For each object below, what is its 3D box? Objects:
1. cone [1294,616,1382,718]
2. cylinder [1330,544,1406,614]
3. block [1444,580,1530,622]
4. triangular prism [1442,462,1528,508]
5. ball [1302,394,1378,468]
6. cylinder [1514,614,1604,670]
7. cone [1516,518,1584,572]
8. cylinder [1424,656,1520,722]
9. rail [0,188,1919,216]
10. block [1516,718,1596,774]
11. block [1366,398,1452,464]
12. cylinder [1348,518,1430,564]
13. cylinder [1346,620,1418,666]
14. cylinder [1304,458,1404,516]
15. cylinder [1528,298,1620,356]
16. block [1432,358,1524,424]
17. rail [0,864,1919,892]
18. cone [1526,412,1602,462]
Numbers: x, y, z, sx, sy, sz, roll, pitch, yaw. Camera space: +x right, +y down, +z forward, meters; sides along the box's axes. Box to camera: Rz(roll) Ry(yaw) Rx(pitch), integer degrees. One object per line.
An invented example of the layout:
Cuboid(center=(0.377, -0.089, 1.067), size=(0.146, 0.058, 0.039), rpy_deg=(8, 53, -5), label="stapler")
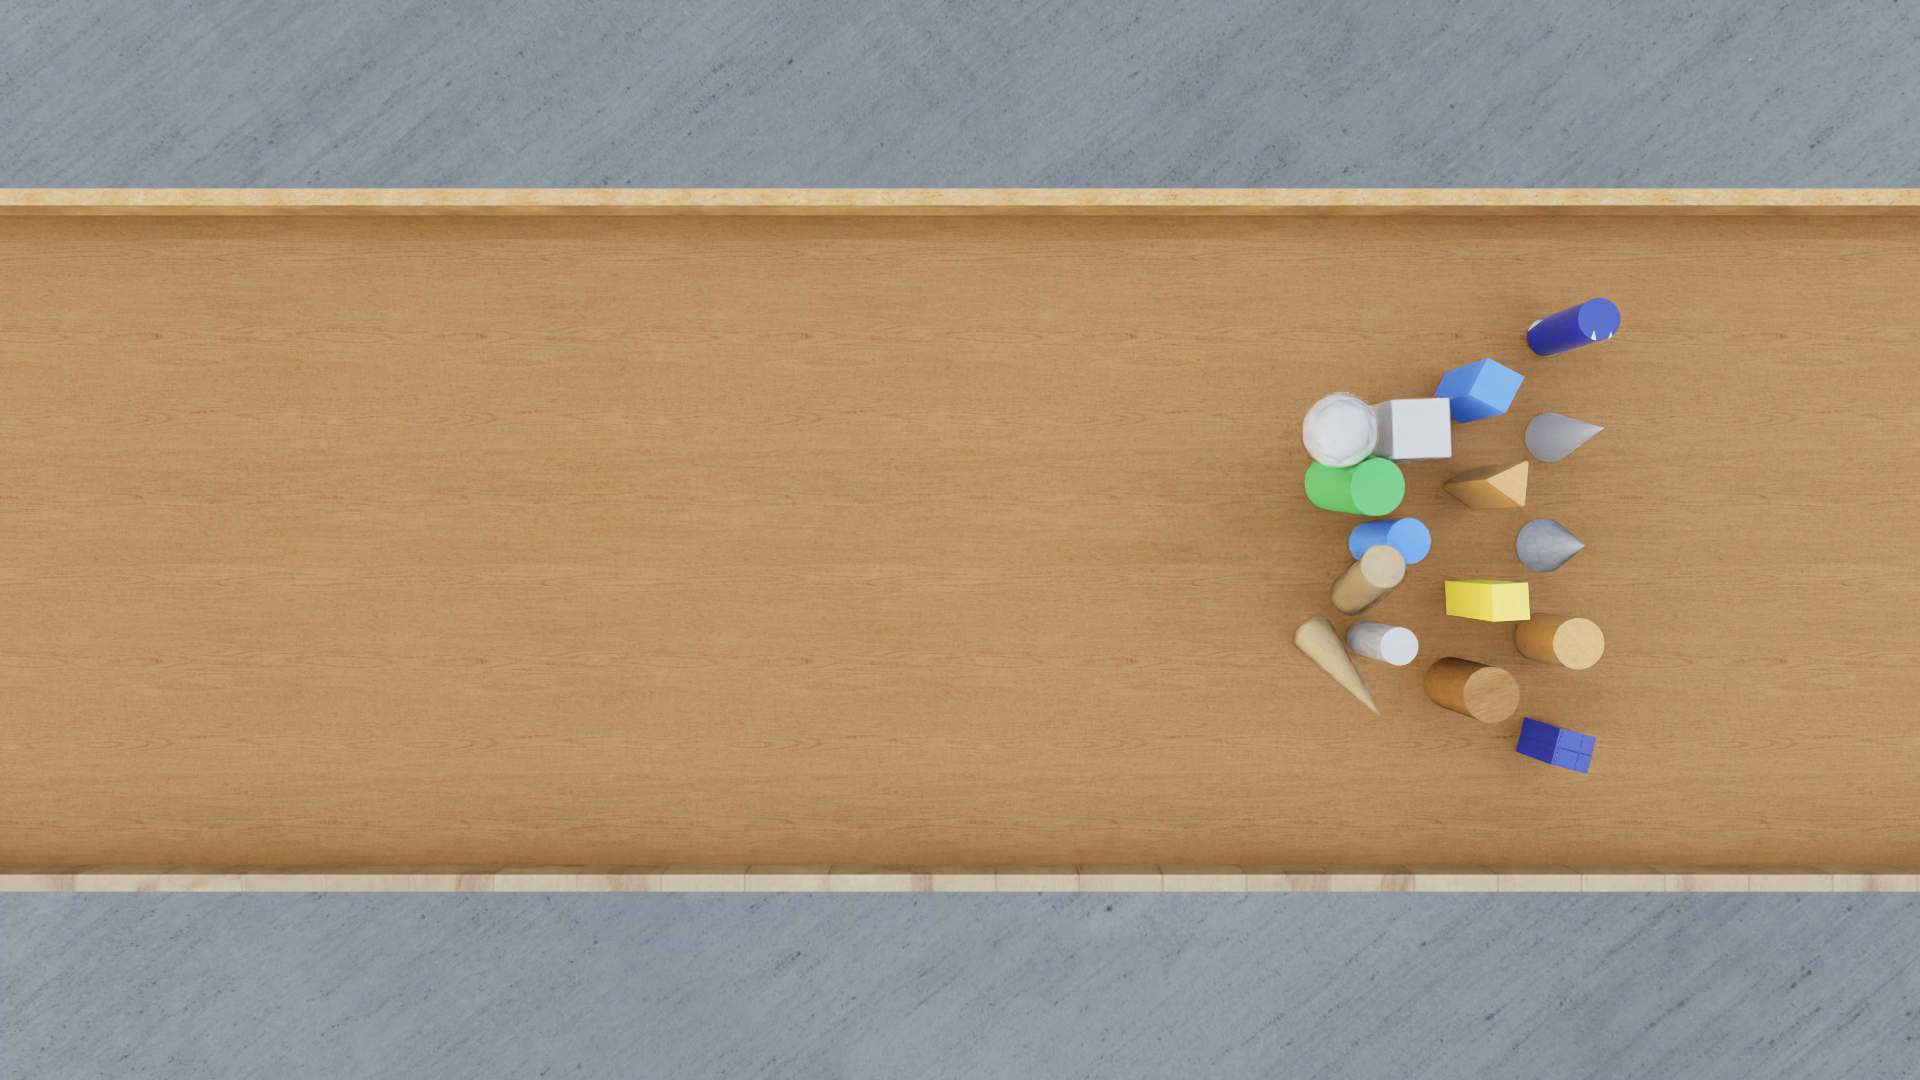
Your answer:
Cuboid(center=(1.146, 0.399, 4.884), size=(0.128, 0.401, 0.128), rpy_deg=(-12, 129, -16), label="cone")
Cuboid(center=(1.200, 0.122, 4.872), size=(0.126, 0.391, 0.126), rpy_deg=(0, 76, 0), label="cylinder")
Cuboid(center=(1.547, 0.175, 4.855), size=(0.103, 0.443, 0.103), rpy_deg=(-3, 90, 0), label="block")
Cuboid(center=(1.565, -0.176, 4.856), size=(0.126, 0.440, 0.109), rpy_deg=(35, 90, 0), label="triangular prism")
Cuboid(center=(1.082, -0.310, 4.702), size=(0.211, 0.211, 0.211), rpy_deg=(0, 90, 0), label="ball")
Cuboid(center=(1.781, 0.299, 4.912), size=(0.148, 0.329, 0.148), rpy_deg=(0, 90, 0), label="cylinder")
Cuboid(center=(1.796, 0.016, 4.905), size=(0.166, 0.342, 0.166), rpy_deg=(0, 90, 0), label="cone")
Cuboid(center=(1.510, 0.440, 4.881), size=(0.160, 0.391, 0.160), rpy_deg=(0, 90, 0), label="cylinder")
Cuboid(center=(-2.247, -1.025, 5.002), size=(12.000, 0.150, 0.050), rpy_deg=(0, 90, 0), label="rail")
Cuboid(center=(1.777, 0.611, 4.926), size=(0.108, 0.300, 0.108), rpy_deg=(14, 90, 0), label="block")
Cuboid(center=(1.300, -0.317, 4.882), size=(0.167, 0.378, 0.167), rpy_deg=(-2, 90, -4), label="block")
Cuboid(center=(1.277, 0.006, 4.915), size=(0.132, 0.309, 0.132), rpy_deg=(0, 89, -7), label="cylinder")
Cuboid(center=(1.243, 0.301, 4.871), size=(0.108, 0.411, 0.108), rpy_deg=(0, 90, 0), label="cylinder")
Cuboid(center=(1.165, -0.163, 4.889), size=(0.166, 0.352, 0.166), rpy_deg=(-1, 94, -9), label="cylinder")
Cuboid(center=(1.805, -0.624, 4.867), size=(0.120, 0.419, 0.120), rpy_deg=(0, 90, 0), label="cylinder")
Cuboid(center=(1.520, -0.438, 4.875), size=(0.117, 0.403, 0.117), rpy_deg=(28, 90, 0), label="block")
Cuboid(center=(-2.247, 1.025, 5.001), size=(12.000, 0.150, 0.050), rpy_deg=(0, 90, 0), label="rail")
Cuboid(center=(1.816, -0.316, 4.862), size=(0.153, 0.430, 0.153), rpy_deg=(0, 90, 0), label="cone")
